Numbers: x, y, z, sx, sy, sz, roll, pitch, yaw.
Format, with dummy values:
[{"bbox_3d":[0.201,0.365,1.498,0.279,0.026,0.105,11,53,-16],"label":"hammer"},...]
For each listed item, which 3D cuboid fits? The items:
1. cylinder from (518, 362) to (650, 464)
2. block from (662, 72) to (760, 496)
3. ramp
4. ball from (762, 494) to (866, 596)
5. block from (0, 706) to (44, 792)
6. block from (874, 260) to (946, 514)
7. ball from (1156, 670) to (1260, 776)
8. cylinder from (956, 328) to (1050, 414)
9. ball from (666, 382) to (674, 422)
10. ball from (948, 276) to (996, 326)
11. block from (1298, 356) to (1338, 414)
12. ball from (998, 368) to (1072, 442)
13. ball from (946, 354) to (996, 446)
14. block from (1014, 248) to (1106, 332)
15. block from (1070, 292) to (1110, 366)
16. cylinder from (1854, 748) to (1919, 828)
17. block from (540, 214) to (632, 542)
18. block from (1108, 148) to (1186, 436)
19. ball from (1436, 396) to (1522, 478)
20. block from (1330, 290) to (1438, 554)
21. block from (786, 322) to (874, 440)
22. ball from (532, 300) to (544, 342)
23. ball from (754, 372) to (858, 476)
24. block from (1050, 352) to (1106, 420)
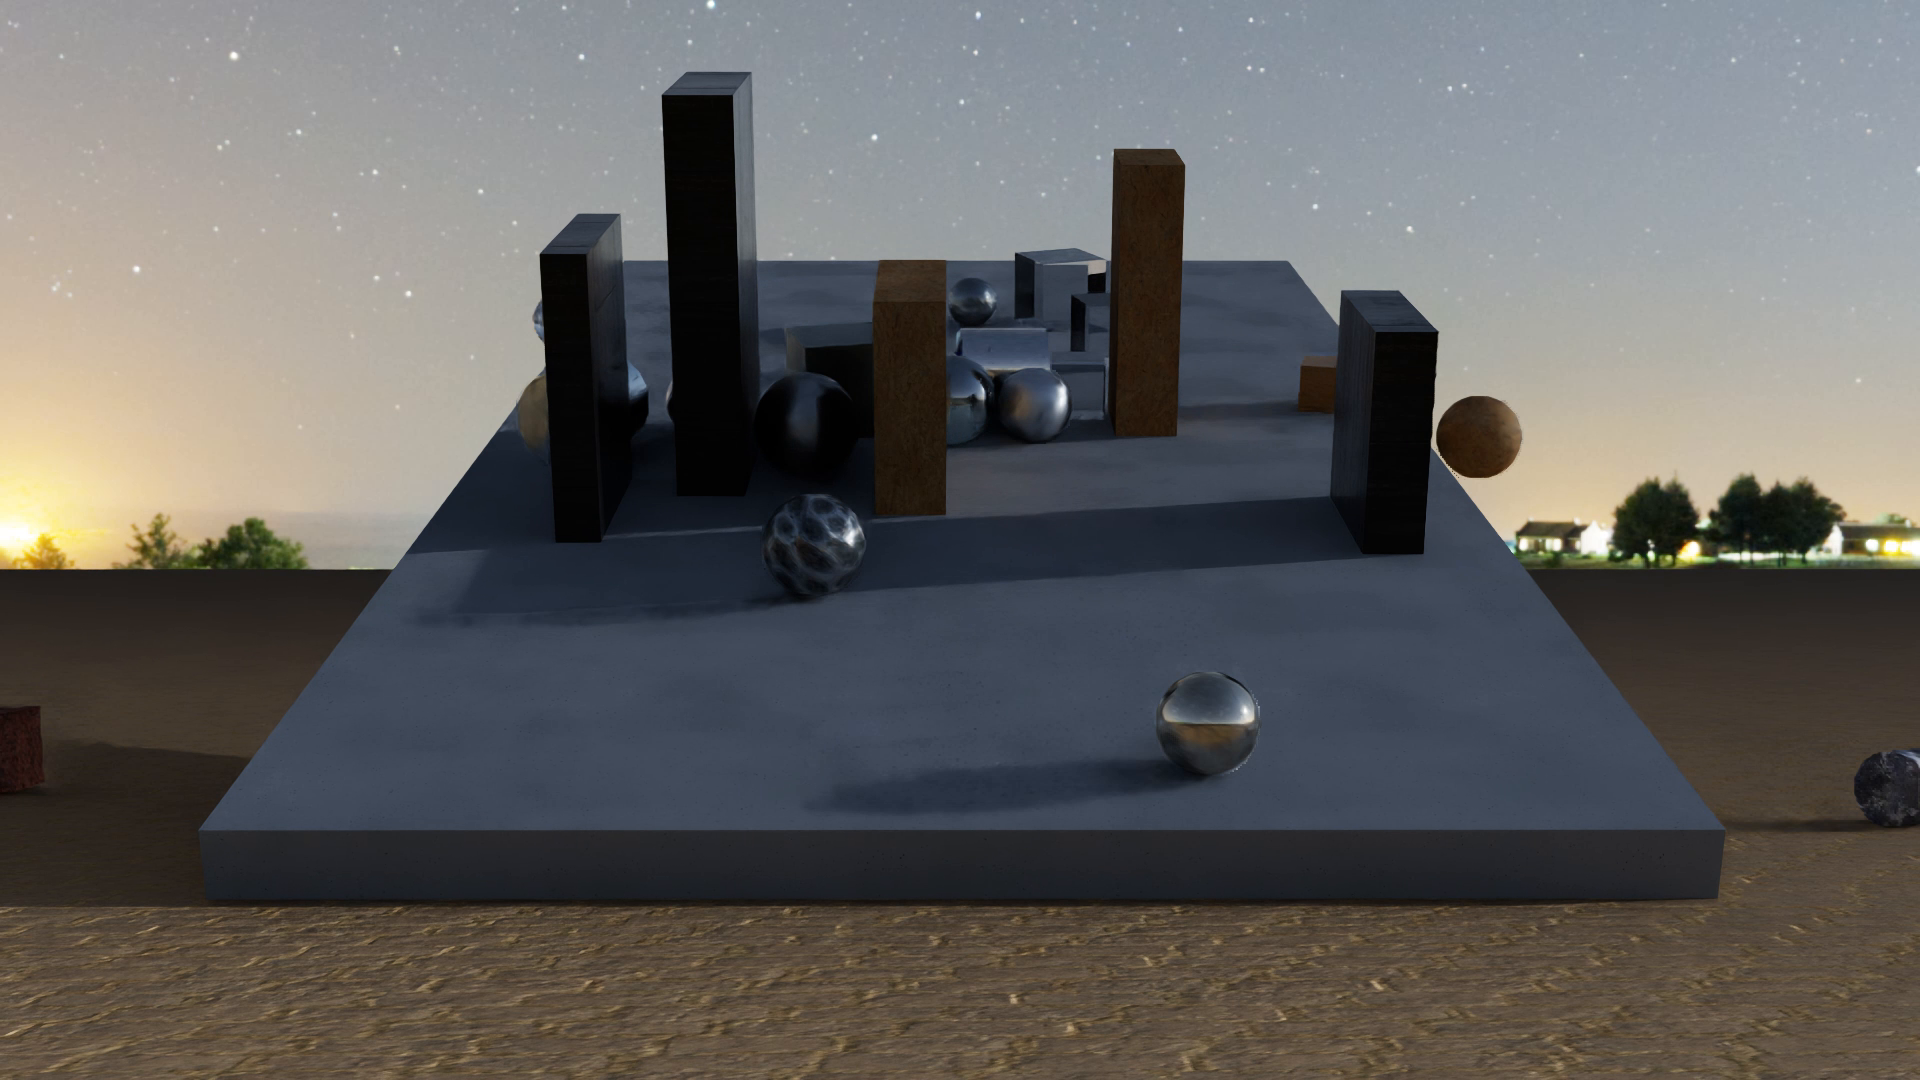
[{"bbox_3d":[-0.777,-0.271,4.621,0.202,0.202,0.202,0,17,17],"label":"cylinder"},{"bbox_3d":[-0.488,-0.517,4.450,0.132,0.775,0.410,0,18,0],"label":"block"},{"bbox_3d":[-0.003,-0.184,4.844,2.000,0.100,4.000,0,18,0],"label":"ramp"},{"bbox_3d":[-0.248,0.008,3.793,0.176,0.176,0.176,0,-1,0],"label":"ball"},{"bbox_3d":[-1.888,0.408,4.339,0.150,0.150,0.150,-3,1,-3],"label":"block"},{"bbox_3d":[-0.095,-0.308,4.393,0.135,0.413,0.419,0,18,0],"label":"block"},{"bbox_3d":[0.342,0.253,3.086,0.144,0.144,0.144,0,-1,0],"label":"ball"},{"bbox_3d":[0.091,-0.369,4.898,0.189,0.189,0.189,0,-1,-5],"label":"cylinder"},{"bbox_3d":[-0.564,-0.299,4.808,0.140,0.140,0.140,0,-1,0],"label":"ball"},{"bbox_3d":[0.032,-0.624,5.842,0.128,0.128,0.128,0,-1,0],"label":"ball"},{"bbox_3d":[0.823,-0.350,5.030,0.105,0.105,0.105,4,18,13],"label":"block"},{"bbox_3d":[0.159,-0.286,4.740,0.159,0.159,0.159,0,-1,0],"label":"ball"},{"bbox_3d":[-0.019,-0.296,4.717,0.191,0.191,0.191,0,-1,0],"label":"ball"},{"bbox_3d":[0.262,-0.657,5.863,0.179,0.179,0.179,-7,19,-22],"label":"block"},{"bbox_3d":[0.365,-0.516,5.471,0.150,0.150,0.150,-4,18,-13],"label":"block"},{"bbox_3d":[1.608,0.419,3.782,0.128,0.128,0.128,0,-1,-39],"label":"cylinder"},{"bbox_3d":[-0.700,-0.314,4.213,0.083,0.533,0.427,0,18,0],"label":"block"},{"bbox_3d":[0.400,-0.537,4.832,0.132,0.581,0.244,0,18,0],"label":"block"},{"bbox_3d":[1.132,-0.225,4.872,0.182,0.182,0.182,0,-1,0],"label":"ball"},{"bbox_3d":[0.781,-0.225,4.143,0.110,0.409,0.366,0,18,0],"label":"block"},{"bbox_3d":[-0.255,-0.344,4.842,0.206,0.206,0.206,-5,18,-15],"label":"block"},{"bbox_3d":[-1.006,-0.551,5.607,0.132,0.132,0.132,0,-1,0],"label":"ball"},{"bbox_3d":[-0.308,-0.233,4.492,0.209,0.209,0.209,0,-1,0],"label":"ball"},{"bbox_3d":[0.259,-0.345,4.981,0.124,0.124,0.124,1,18,1],"label":"block"}]
